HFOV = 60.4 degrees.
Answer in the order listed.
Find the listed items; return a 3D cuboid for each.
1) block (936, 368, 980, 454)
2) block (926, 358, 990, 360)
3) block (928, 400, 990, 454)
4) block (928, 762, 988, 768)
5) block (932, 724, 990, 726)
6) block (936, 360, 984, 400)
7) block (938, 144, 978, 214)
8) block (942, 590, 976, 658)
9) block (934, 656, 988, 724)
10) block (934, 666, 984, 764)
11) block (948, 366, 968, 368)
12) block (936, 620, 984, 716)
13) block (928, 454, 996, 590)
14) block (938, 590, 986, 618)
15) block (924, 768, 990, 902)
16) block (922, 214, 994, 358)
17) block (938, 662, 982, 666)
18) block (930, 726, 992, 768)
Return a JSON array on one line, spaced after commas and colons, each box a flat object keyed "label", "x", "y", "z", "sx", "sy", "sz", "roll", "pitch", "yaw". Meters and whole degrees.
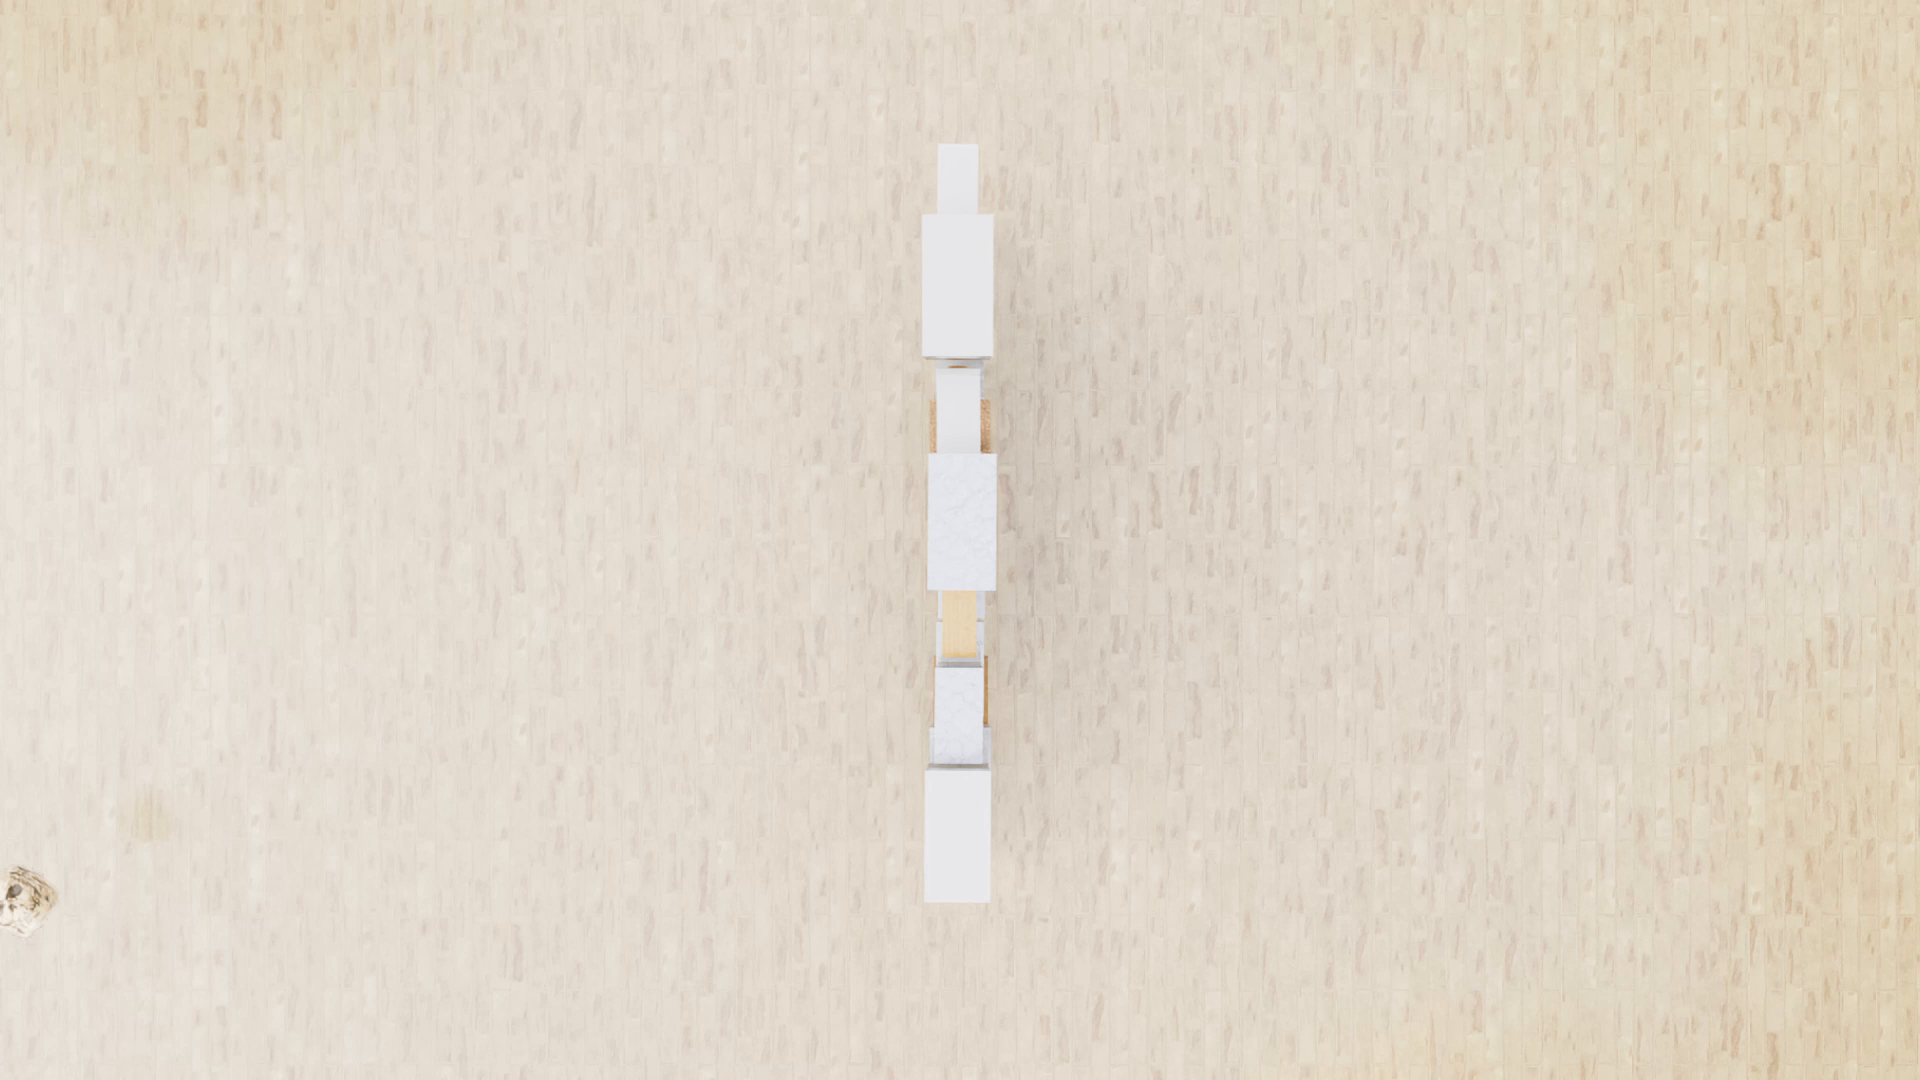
[{"label": "block", "x": -0.004, "y": -0.333, "z": 4.300, "sx": 0.113, "sy": 0.032, "sz": 0.225, "roll": 0, "pitch": 90, "yaw": 0}, {"label": "block", "x": -0.005, "y": -0.509, "z": 4.265, "sx": 0.174, "sy": 0.347, "sz": 0.049, "roll": 0, "pitch": 90, "yaw": 0}, {"label": "block", "x": -0.001, "y": -0.218, "z": 4.565, "sx": 0.170, "sy": 0.048, "sz": 0.339, "roll": 0, "pitch": 90, "yaw": 0}, {"label": "block", "x": -0.005, "y": 0.619, "z": 4.247, "sx": 0.161, "sy": 0.322, "sz": 0.046, "roll": 0, "pitch": 90, "yaw": 0}, {"label": "block", "x": 0.002, "y": 0.556, "z": 4.618, "sx": 0.163, "sy": 0.327, "sz": 0.046, "roll": 0, "pitch": 90, "yaw": 0}, {"label": "block", "x": 0.000, "y": -0.511, "z": 4.856, "sx": 0.142, "sy": 0.040, "sz": 0.284, "roll": 0, "pitch": 90, "yaw": 0}, {"label": "block", "x": -0.005, "y": -0.907, "z": 4.219, "sx": 0.103, "sy": 0.029, "sz": 0.205, "roll": 1, "pitch": 90, "yaw": 0}, {"label": "block", "x": -0.001, "y": 0.224, "z": 4.440, "sx": 0.091, "sy": 0.026, "sz": 0.182, "roll": 0, "pitch": 90, "yaw": 0}, {"label": "block", "x": 0.002, "y": 0.533, "z": 5.137, "sx": 0.170, "sy": 0.048, "sz": 0.339, "roll": 0, "pitch": 90, "yaw": 0}, {"label": "block", "x": -0.003, "y": 0.440, "z": 4.149, "sx": 0.121, "sy": 0.034, "sz": 0.241, "roll": 0, "pitch": 90, "yaw": 0}, {"label": "block", "x": -0.006, "y": -0.446, "z": 4.723, "sx": 0.053, "sy": 0.015, "sz": 0.105, "roll": 1, "pitch": 90, "yaw": 0}, {"label": "block", "x": 0.001, "y": 0.363, "z": 4.654, "sx": 0.134, "sy": 0.038, "sz": 0.267, "roll": 0, "pitch": 90, "yaw": 0}, {"label": "block", "x": 0.006, "y": -0.046, "z": 4.173, "sx": 0.172, "sy": 0.049, "sz": 0.344, "roll": 0, "pitch": 90, "yaw": 0}, {"label": "block", "x": 0.005, "y": 0.091, "z": 4.747, "sx": 0.134, "sy": 0.038, "sz": 0.268, "roll": 0, "pitch": 90, "yaw": 0}, {"label": "block", "x": -0.005, "y": 0.727, "z": 4.063, "sx": 0.161, "sy": 0.046, "sz": 0.322, "roll": 0, "pitch": 90, "yaw": 0}, {"label": "block", "x": -0.006, "y": -0.625, "z": 4.067, "sx": 0.174, "sy": 0.049, "sz": 0.347, "roll": 0, "pitch": 90, "yaw": 0}, {"label": "block", "x": -0.002, "y": 0.359, "z": 4.401, "sx": 0.121, "sy": 0.468, "sz": 0.034, "roll": 0, "pitch": 90, "yaw": 0}, {"label": "block", "x": 0.000, "y": 0.665, "z": 4.431, "sx": 0.163, "sy": 0.046, "sz": 0.327, "roll": 0, "pitch": 90, "yaw": 0}]
